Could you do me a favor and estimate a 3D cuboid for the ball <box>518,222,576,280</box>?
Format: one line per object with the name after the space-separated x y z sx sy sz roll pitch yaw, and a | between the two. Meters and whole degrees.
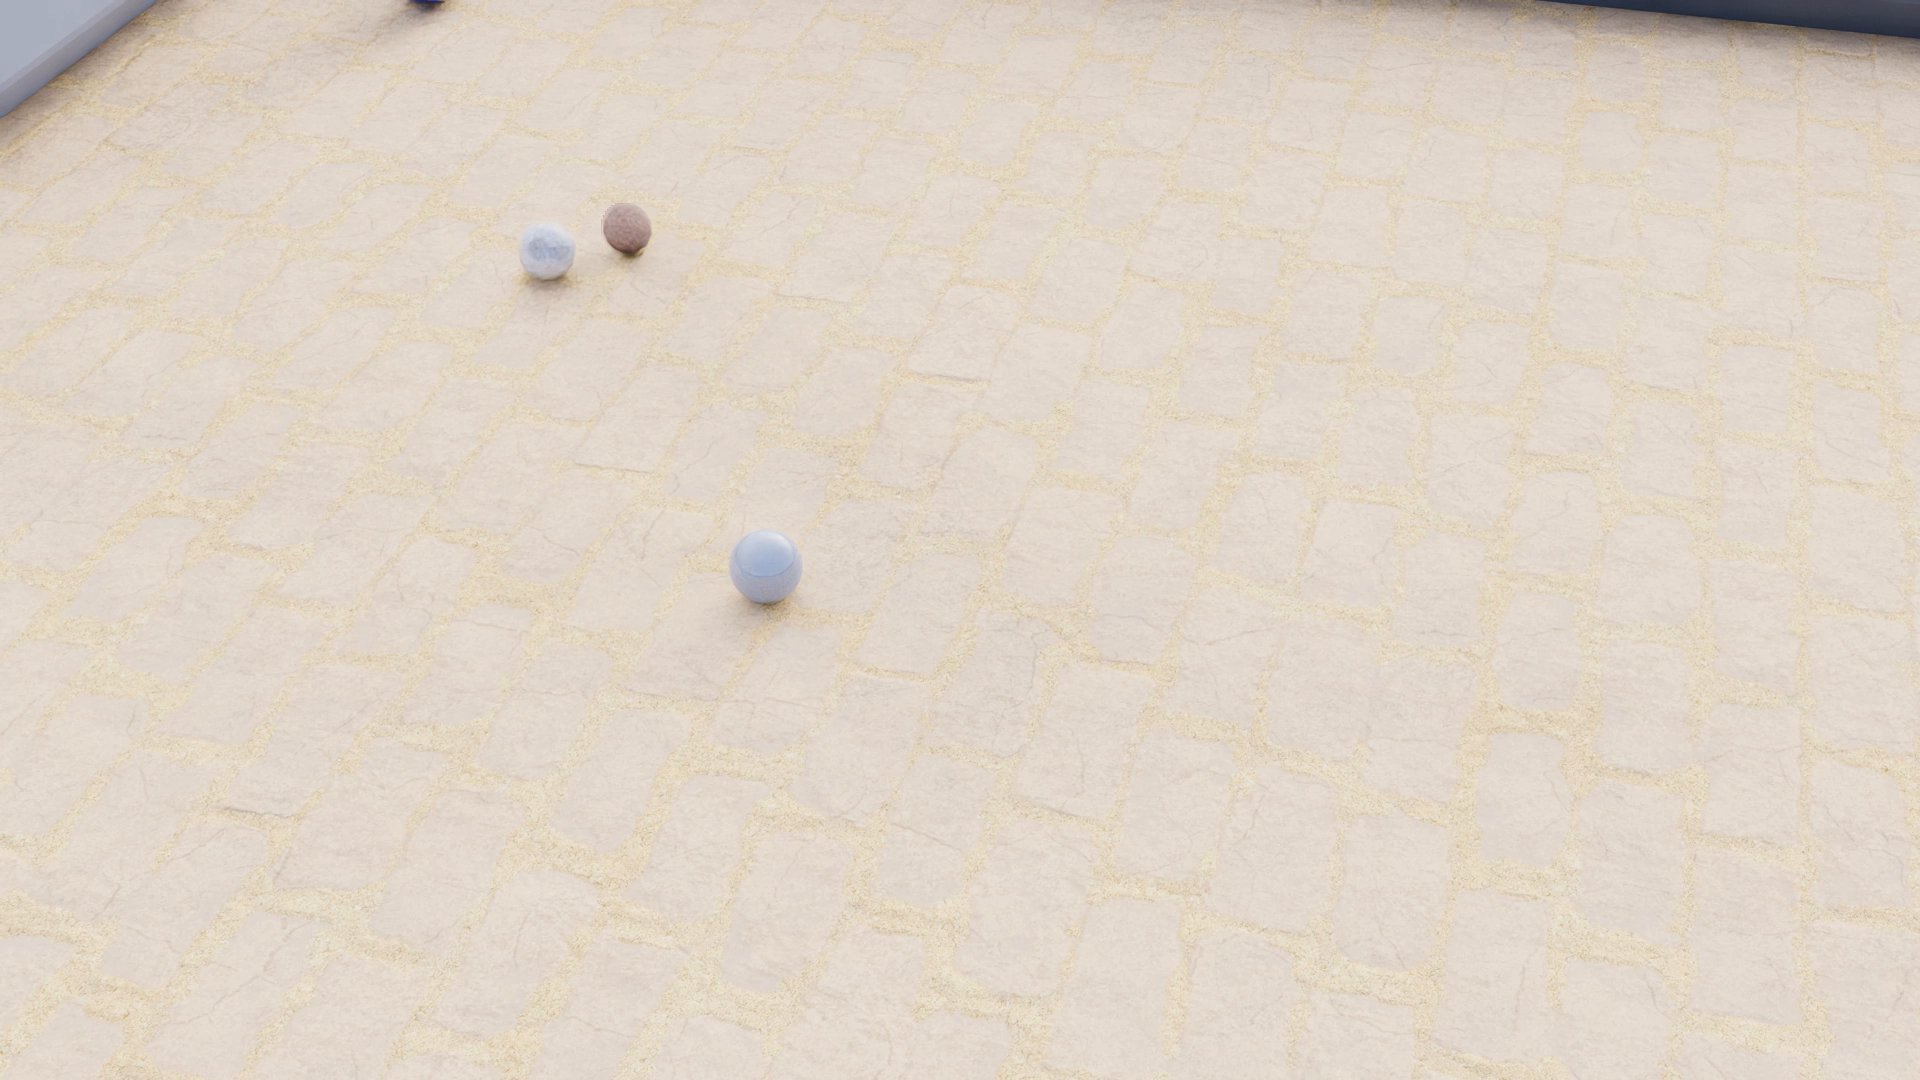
-0.358 -0.250 2.223 0.049 0.049 0.049 0 35 0 | ball

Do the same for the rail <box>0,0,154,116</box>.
-1.042 -0.183 2.066 0.045 0.114 2.366 9 35 12 | rail

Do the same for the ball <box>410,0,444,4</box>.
-0.566 -0.611 2.714 0.087 0.087 0.087 0 35 0 | ball

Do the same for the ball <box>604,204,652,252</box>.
-0.293 -0.275 2.265 0.043 0.043 0.043 0 35 0 | ball

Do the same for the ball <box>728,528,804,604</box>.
-0.139 0.018 1.829 0.053 0.053 0.053 0 35 0 | ball

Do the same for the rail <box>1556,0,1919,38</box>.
1.365 -0.498 2.524 4.411 0.114 0.045 9 35 12 | rail
